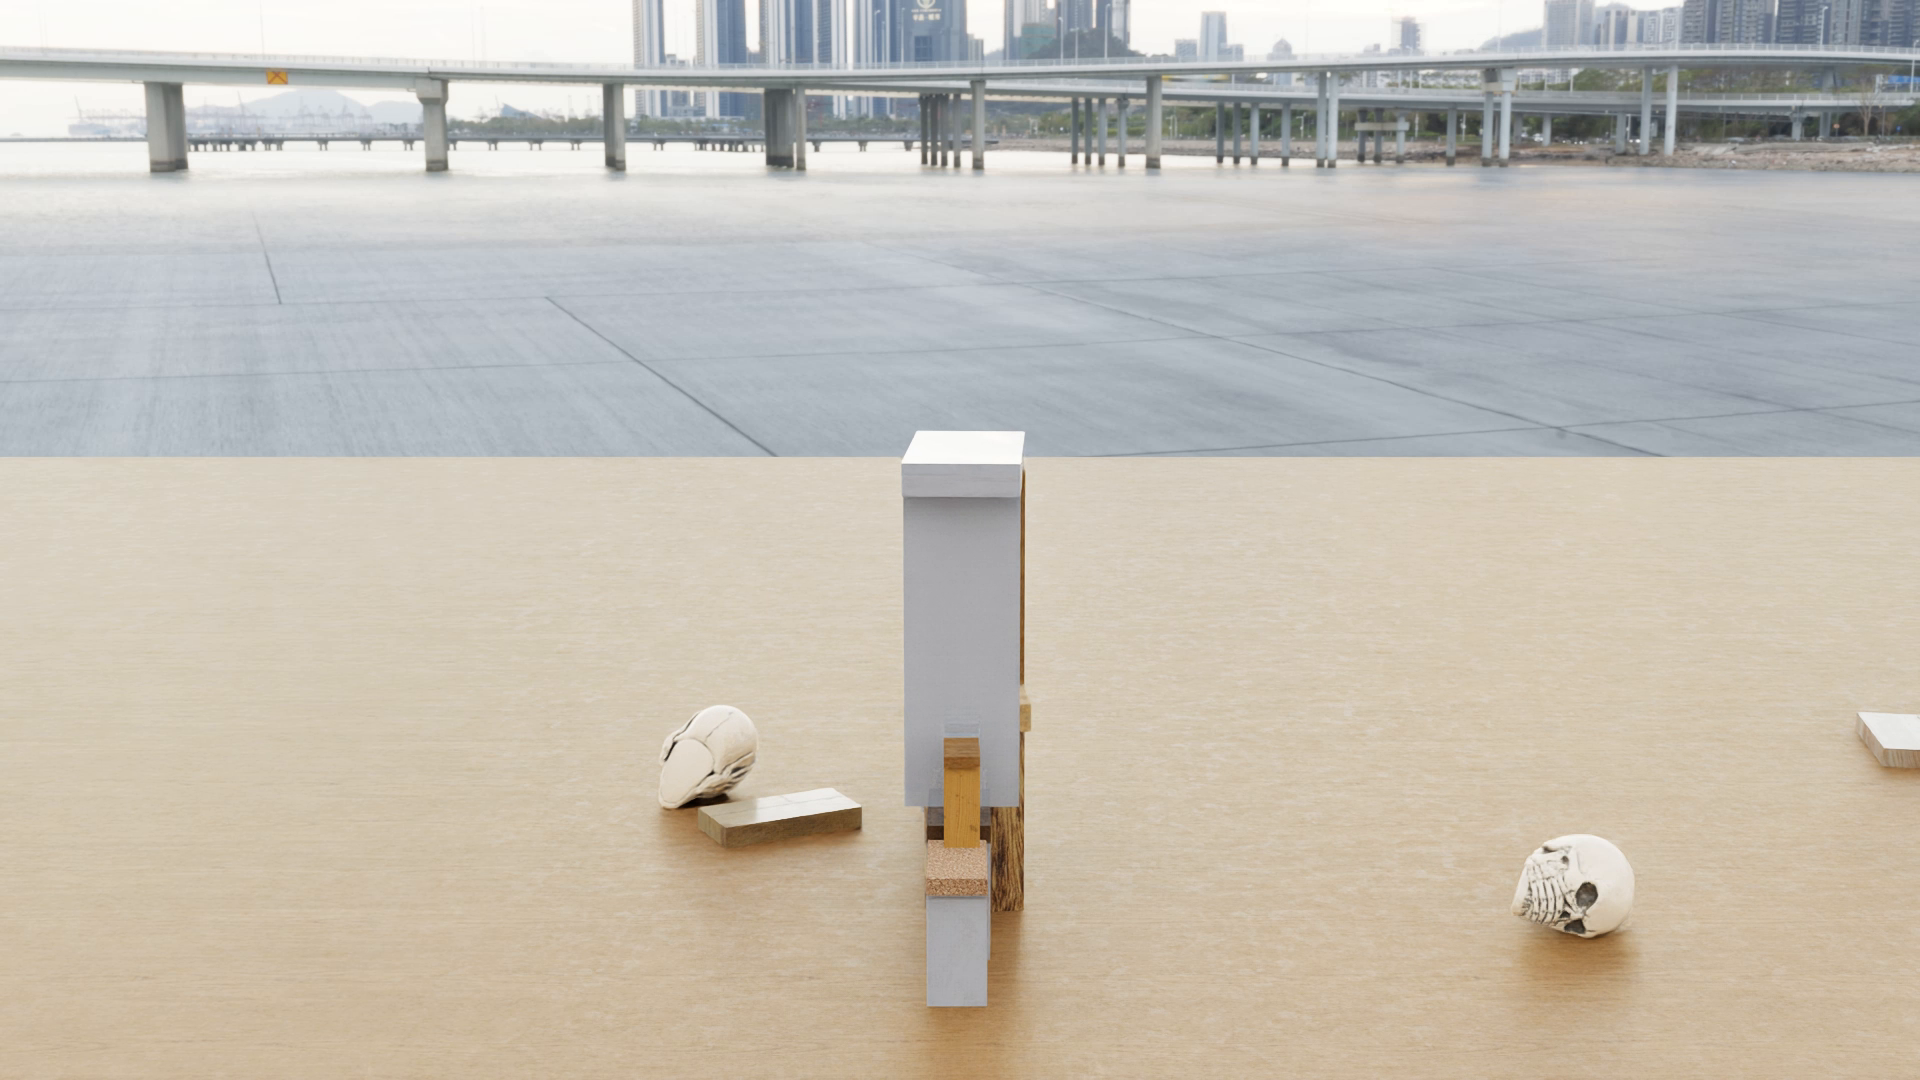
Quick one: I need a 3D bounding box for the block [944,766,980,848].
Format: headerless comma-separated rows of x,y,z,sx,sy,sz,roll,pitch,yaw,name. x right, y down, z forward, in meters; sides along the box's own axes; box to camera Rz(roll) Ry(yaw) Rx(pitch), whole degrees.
0.003,0.394,3.275,0.054,0.128,0.015,0,11,0,block

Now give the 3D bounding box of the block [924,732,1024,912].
0.023,0.448,3.572,0.157,0.314,0.044,-2,11,-9,block

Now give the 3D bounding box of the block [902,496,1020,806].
0.003,0.166,3.389,0.178,0.493,0.050,0,11,0,block

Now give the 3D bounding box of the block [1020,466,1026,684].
0.017,0.057,3.598,0.178,0.355,0.050,0,11,1,block

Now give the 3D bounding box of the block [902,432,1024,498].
0.010,-0.122,3.451,0.178,0.050,0.355,0,11,3,block

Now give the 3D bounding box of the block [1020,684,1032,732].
0.023,0.254,3.634,0.157,0.044,0.314,-1,11,-4,block

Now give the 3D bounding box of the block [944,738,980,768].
0.002,0.318,3.297,0.054,0.015,0.107,0,11,-1,block

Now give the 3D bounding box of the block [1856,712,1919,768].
1.942,0.412,4.525,0.134,0.038,0.284,2,11,11,block

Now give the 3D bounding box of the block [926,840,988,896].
-0.004,0.480,3.231,0.088,0.025,0.175,0,11,0,block

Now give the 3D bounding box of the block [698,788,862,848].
-0.328,0.506,4.017,0.267,0.038,0.134,-6,12,-28,block

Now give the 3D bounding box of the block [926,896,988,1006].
-0.004,0.589,3.192,0.088,0.175,0.025,0,11,0,block

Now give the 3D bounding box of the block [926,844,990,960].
-0.002,0.547,3.370,0.097,0.193,0.027,0,11,0,block

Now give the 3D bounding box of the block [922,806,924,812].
-0.001,0.354,4.117,0.150,0.300,0.042,-1,-5,-6,block

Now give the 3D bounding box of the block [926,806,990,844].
-0.002,0.427,3.414,0.097,0.027,0.194,0,11,0,block
